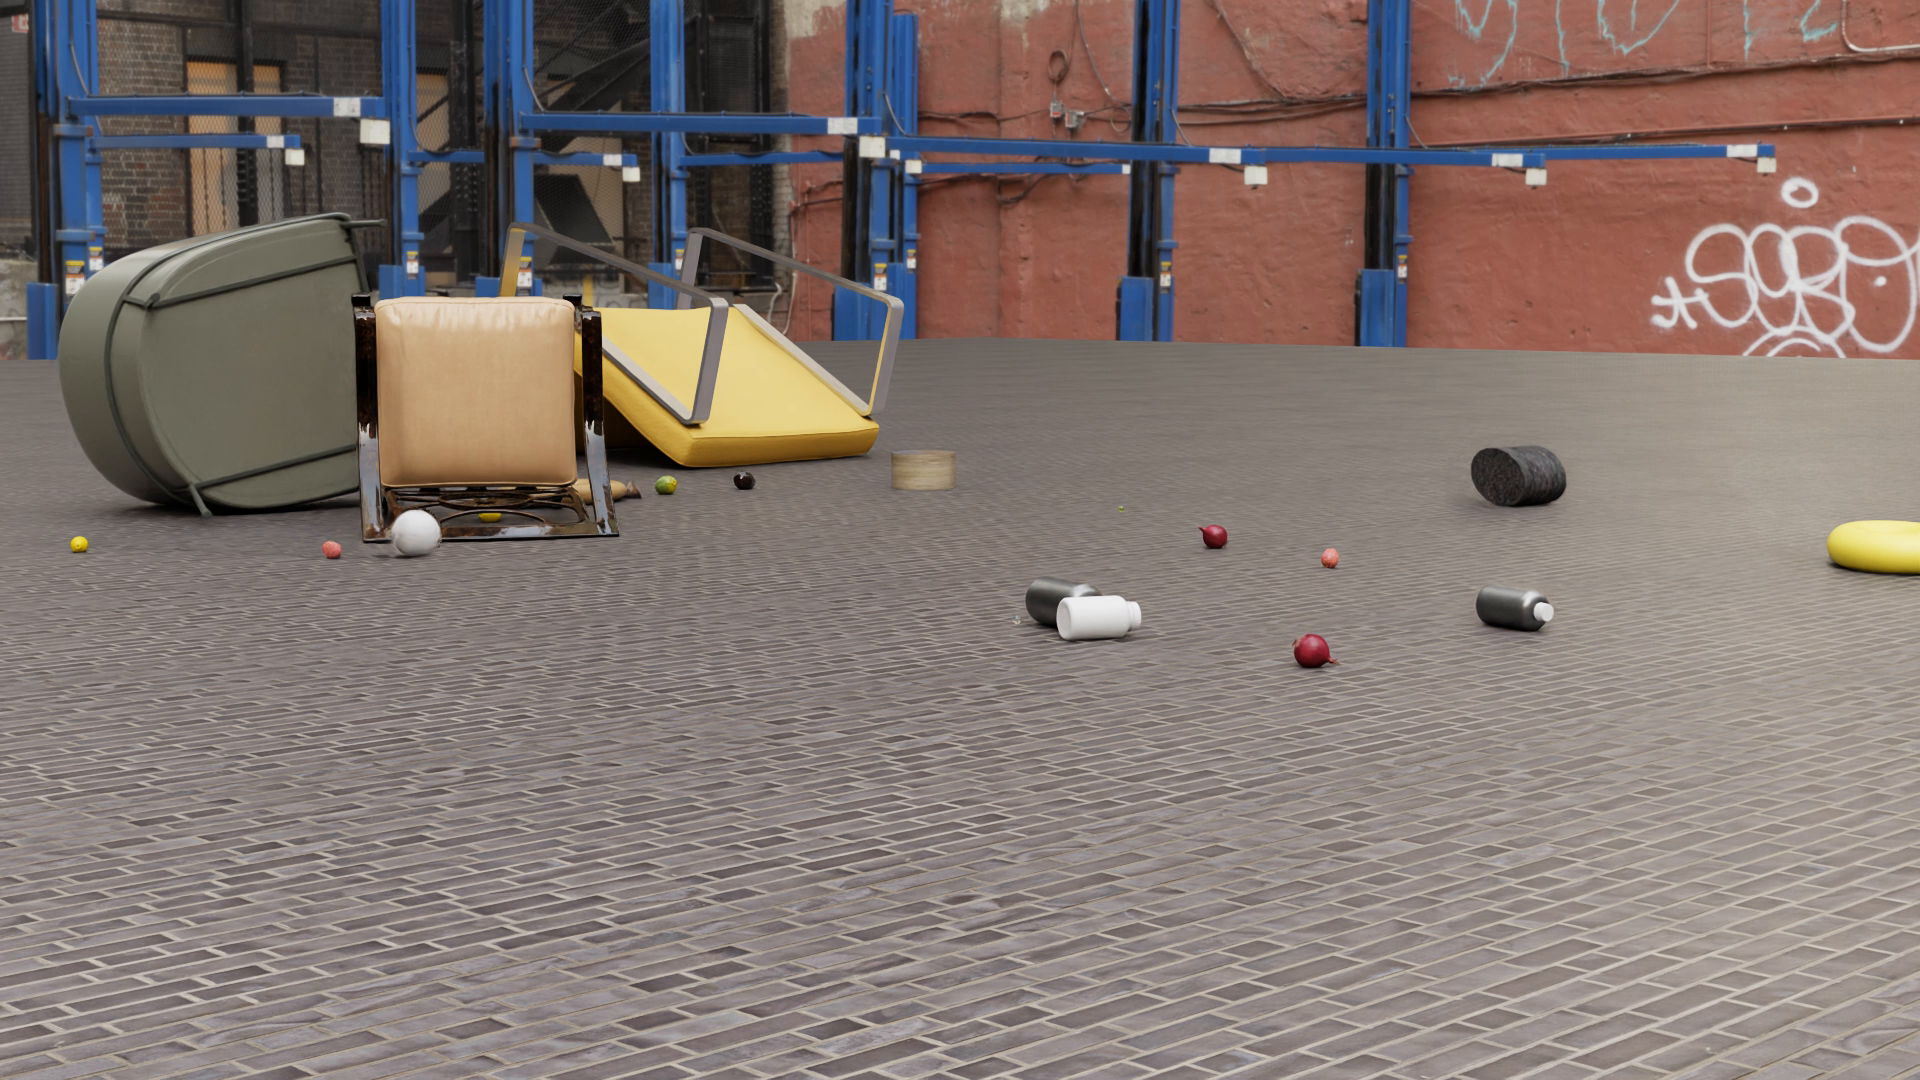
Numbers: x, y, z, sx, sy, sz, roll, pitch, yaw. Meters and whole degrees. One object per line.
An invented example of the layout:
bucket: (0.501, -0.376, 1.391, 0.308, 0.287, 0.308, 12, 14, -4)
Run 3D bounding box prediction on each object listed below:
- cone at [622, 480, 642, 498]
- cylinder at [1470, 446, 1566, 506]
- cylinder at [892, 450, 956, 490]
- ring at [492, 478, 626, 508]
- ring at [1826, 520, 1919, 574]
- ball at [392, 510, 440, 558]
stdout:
cone: (-0.987, -0.138, 7.625, 0.056, 0.058, 0.087, -30, 13, -11)
cylinder: (1.616, -0.187, 7.422, 0.198, 0.155, 0.201, -5, 35, -41)
cylinder: (-0.113, -0.219, 8.002, 0.201, 0.109, 0.210, 0, 6, -1)
ring: (-1.158, -0.136, 7.430, 0.237, 0.064, 0.473, 6, 8, 40)
ring: (2.111, 0.016, 5.815, 0.271, 0.092, 0.379, -1, 6, 6)
ball: (-1.277, -0.016, 6.018, 0.112, 0.112, 0.112, 0, 6, 0)
